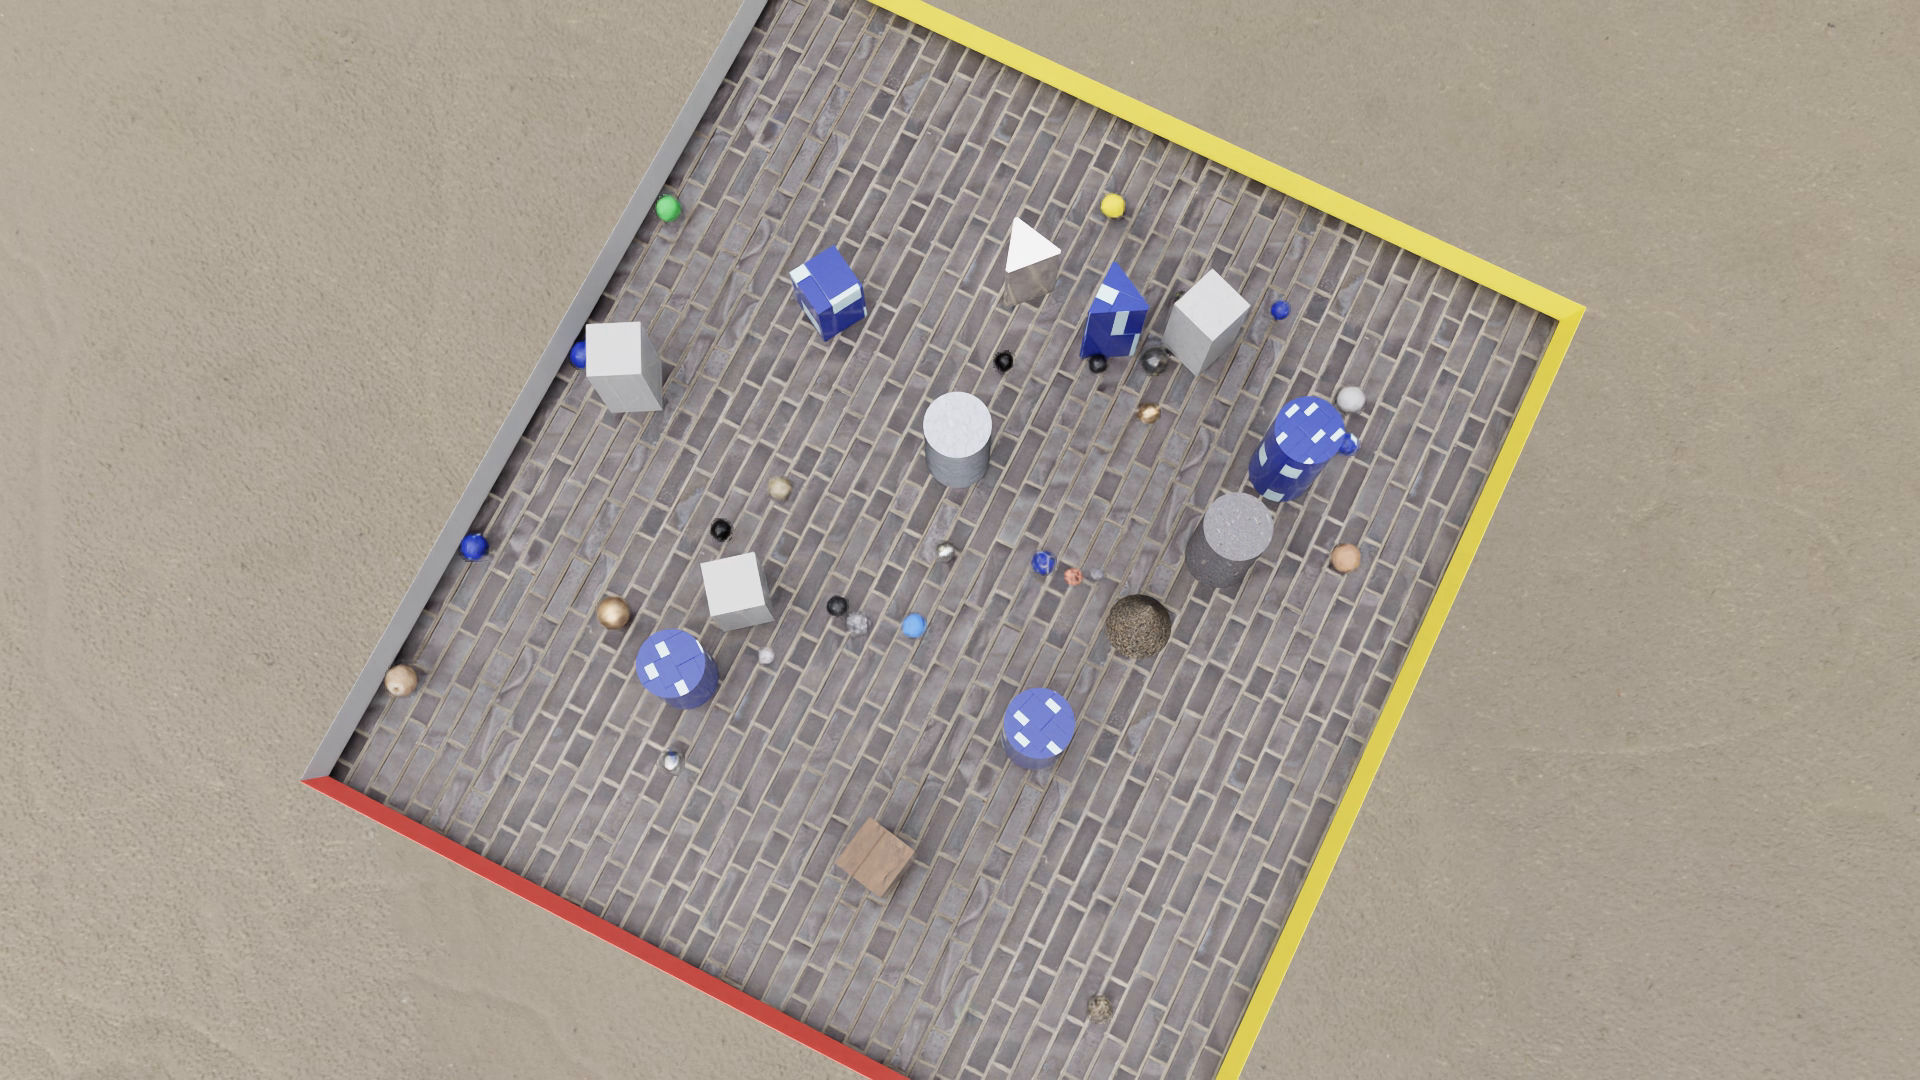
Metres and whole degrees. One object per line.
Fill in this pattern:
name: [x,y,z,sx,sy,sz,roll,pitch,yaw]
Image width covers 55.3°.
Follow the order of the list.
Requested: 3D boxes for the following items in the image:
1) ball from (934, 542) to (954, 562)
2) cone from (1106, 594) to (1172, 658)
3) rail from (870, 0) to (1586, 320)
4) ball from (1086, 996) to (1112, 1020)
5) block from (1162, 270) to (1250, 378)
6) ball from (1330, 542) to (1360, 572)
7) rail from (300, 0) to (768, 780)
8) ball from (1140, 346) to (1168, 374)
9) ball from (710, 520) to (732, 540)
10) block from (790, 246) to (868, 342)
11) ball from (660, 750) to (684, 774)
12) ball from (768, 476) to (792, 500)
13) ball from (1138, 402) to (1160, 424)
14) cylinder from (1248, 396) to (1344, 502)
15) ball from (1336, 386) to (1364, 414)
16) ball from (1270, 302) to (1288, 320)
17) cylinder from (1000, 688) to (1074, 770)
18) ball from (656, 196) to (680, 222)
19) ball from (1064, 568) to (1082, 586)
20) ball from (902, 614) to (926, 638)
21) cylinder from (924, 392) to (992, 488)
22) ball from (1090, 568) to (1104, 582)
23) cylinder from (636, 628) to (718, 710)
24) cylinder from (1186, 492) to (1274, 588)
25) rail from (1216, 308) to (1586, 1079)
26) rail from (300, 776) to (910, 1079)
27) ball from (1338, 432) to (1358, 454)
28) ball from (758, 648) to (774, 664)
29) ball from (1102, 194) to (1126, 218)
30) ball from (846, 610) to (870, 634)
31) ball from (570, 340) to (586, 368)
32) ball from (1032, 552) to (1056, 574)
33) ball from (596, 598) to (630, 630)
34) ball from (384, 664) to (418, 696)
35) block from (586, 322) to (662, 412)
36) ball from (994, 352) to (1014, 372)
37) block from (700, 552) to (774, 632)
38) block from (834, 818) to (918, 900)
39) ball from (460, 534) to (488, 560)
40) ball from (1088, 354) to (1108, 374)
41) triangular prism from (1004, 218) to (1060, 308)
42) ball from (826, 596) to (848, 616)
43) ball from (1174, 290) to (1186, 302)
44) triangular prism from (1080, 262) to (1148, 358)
ball: [-0.046,0.035,5.578,0.061,0.061,0.061,0,78,0]
cone: [0.542,0.225,5.377,0.199,0.378,0.199,0,78,0]
rail: [0.664,-1.294,5.818,2.797,0.129,0.045,26,80,5]
ball: [0.403,1.353,5.300,0.072,0.072,0.072,0,78,0]
block: [0.742,-0.655,5.566,0.159,0.365,0.159,-43,81,-8]
ball: [1.170,0.054,5.560,0.090,0.090,0.090,0,78,0]
rail: [-1.230,-0.595,5.673,0.045,0.129,3.019,26,80,5]
ball: [0.604,-0.556,5.688,0.087,0.087,0.087,0,78,0]
ball: [-0.729,-0.030,5.591,0.063,0.063,0.063,0,78,0]
block: [-0.402,-0.755,5.636,0.159,0.269,0.159,-33,80,-6]
ball: [-0.857,0.659,5.444,0.072,0.072,0.072,0,78,0]
ball: [-0.550,-0.158,5.612,0.072,0.072,0.072,0,78,0]
ball: [0.582,-0.391,5.664,0.067,0.067,0.067,0,78,0]
cylinder: [0.990,-0.263,5.425,0.199,0.481,0.199,0,78,0]
ball: [1.207,-0.433,5.663,0.084,0.084,0.084,0,78,0]
ball: [1.001,-0.718,5.736,0.057,0.057,0.057,0,78,0]
cylinder: [0.222,0.550,5.306,0.199,0.386,0.199,0,78,0]
ball: [-0.922,-1.048,5.794,0.078,0.078,0.078,0,78,0]
ball: [0.344,0.113,5.566,0.054,0.054,0.054,0,78,0]
ball: [-0.140,0.259,5.526,0.072,0.072,0.072,0,78,0]
cylinder: [-0.007,-0.295,5.486,0.199,0.376,0.199,0,78,0]
ball: [0.418,0.105,5.572,0.044,0.044,0.044,0,78,0]
cylinder: [-0.827,0.383,5.384,0.199,0.301,0.199,0,78,0]
cylinder: [0.788,0.005,5.395,0.199,0.432,0.199,0,78,0]
rail: [1.230,0.609,5.424,0.045,0.129,3.019,26,80,5]
rail: [-0.664,1.308,5.279,2.797,0.129,0.045,26,80,5]
ball: [1.191,-0.296,5.643,0.069,0.069,0.069,0,78,0]
ball: [-0.584,0.349,5.520,0.049,0.049,0.049,0,78,0]
ball: [0.486,-1.056,5.797,0.075,0.075,0.075,0,78,0]
ball: [-0.307,0.249,5.528,0.072,0.072,0.072,0,78,0]
ball: [-1.167,-0.575,5.692,0.086,0.086,0.086,0,78,0]
ball: [0.253,0.070,5.566,0.072,0.072,0.072,0,78,0]
ball: [-1.044,0.221,5.520,0.099,0.099,0.099,0,78,0]
ball: [-1.670,0.419,5.481,0.096,0.096,0.096,0,78,0]
block: [-1.009,-0.517,5.525,0.159,0.389,0.159,-3,78,-1]
ball: [0.138,-0.554,5.701,0.059,0.059,0.059,0,78,0]
block: [-0.657,0.157,5.436,0.159,0.290,0.159,-12,79,-3]
block: [-0.235,0.913,5.242,0.159,0.364,0.159,36,81,7]
ball: [-1.476,0.020,5.570,0.082,0.082,0.082,0,78,0]
ball: [0.430,-0.547,5.700,0.059,0.059,0.059,0,78,0]
triangular prism: [0.193,-0.862,5.624,0.172,0.334,0.149,-21,79,-4]
ball: [-0.371,0.201,5.542,0.064,0.064,0.064,0,78,0]
ball: [0.697,-0.758,5.749,0.049,0.049,0.049,0,78,0]
triangular prism: [0.455,-0.693,5.536,0.172,0.439,0.149,-4,78,-1]
